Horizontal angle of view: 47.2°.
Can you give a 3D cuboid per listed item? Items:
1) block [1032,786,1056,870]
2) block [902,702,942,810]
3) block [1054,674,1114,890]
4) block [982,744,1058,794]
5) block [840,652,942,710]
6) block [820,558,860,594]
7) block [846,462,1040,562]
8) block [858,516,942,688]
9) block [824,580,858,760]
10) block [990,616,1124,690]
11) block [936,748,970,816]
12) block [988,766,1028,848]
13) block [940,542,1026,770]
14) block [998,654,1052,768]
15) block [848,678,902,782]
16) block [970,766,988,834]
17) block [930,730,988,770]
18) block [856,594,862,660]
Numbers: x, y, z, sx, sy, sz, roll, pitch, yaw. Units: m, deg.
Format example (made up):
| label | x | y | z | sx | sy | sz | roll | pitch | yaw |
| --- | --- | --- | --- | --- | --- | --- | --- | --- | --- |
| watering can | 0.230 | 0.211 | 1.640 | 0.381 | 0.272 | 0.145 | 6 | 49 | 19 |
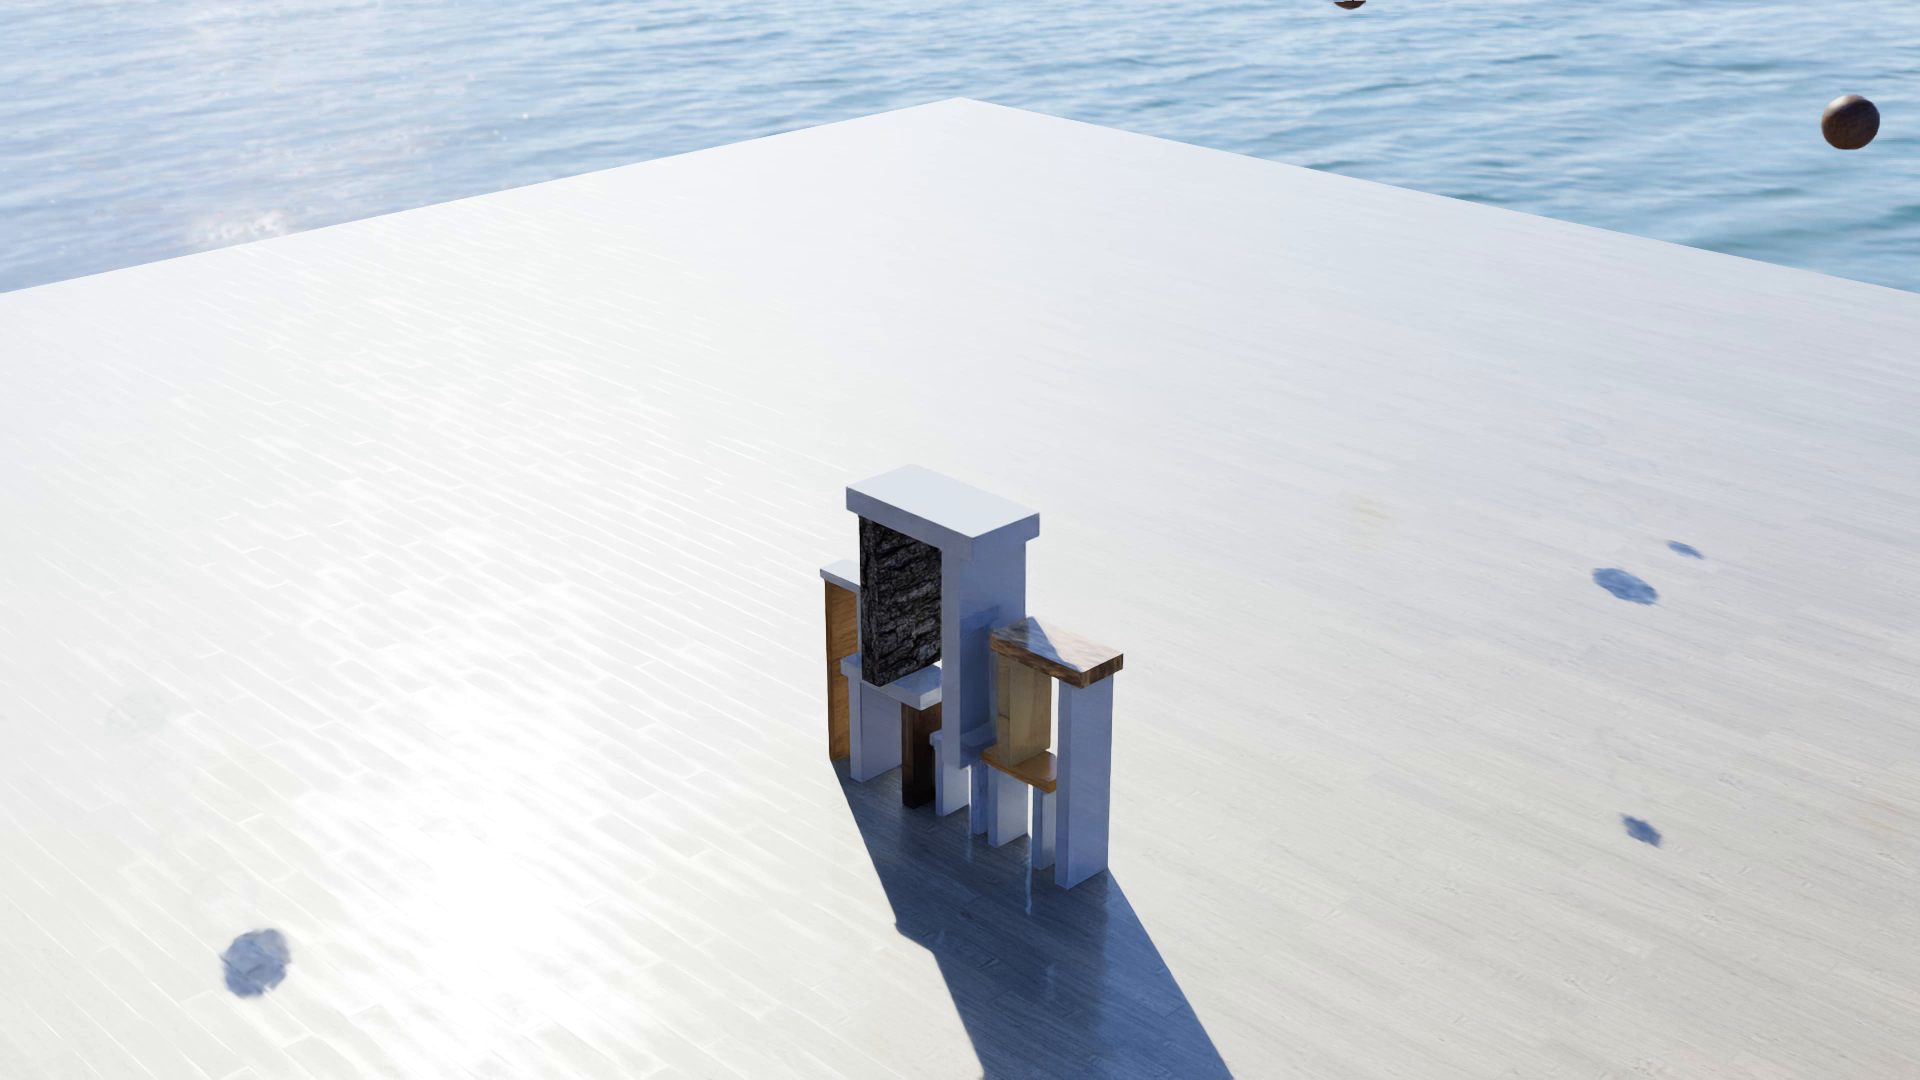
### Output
| label | x | y | z | sx | sy | sz | roll | pitch | yaw |
| --- | --- | --- | --- | --- | --- | --- | --- | --- | --- |
| block | 0.179 | 0.543 | 4.255 | 0.025 | 0.177 | 0.089 | 21 | 31 | 41 |
| block | -0.065 | 0.419 | 4.473 | 0.033 | 0.234 | 0.117 | 21 | 31 | 41 |
| block | 0.234 | 0.445 | 4.154 | 0.033 | 0.436 | 0.117 | 21 | 31 | 41 |
| block | 0.137 | 0.433 | 4.254 | 0.177 | 0.025 | 0.089 | 21 | 31 | 41 |
| block | -0.120 | 0.275 | 4.471 | 0.234 | 0.033 | 0.117 | 21 | 31 | 41 |
| block | -0.210 | 0.077 | 4.490 | 0.148 | 0.021 | 0.074 | 21 | 31 | 41 |
| block | -0.036 | -0.056 | 4.231 | 0.178 | 0.050 | 0.356 | -21 | 31 | -39 |
| block | -0.116 | 0.098 | 4.389 | 0.178 | 0.356 | 0.050 | -21 | 31 | -41 |
| block | -0.245 | 0.264 | 4.607 | 0.021 | 0.415 | 0.074 | 21 | 31 | 41 |
| block | 0.179 | 0.208 | 4.113 | 0.233 | 0.033 | 0.117 | 21 | 31 | 41 |
| block | -0.015 | 0.476 | 4.444 | 0.021 | 0.151 | 0.076 | 21 | 31 | 41 |
| block | 0.095 | 0.510 | 4.332 | 0.025 | 0.177 | 0.089 | 21 | 31 | 41 |
| block | 0.046 | 0.208 | 4.251 | 0.178 | 0.451 | 0.050 | -21 | 31 | -40 |
| block | 0.124 | 0.309 | 4.215 | 0.033 | 0.233 | 0.117 | 21 | 31 | 41 |
| block | -0.175 | 0.376 | 4.574 | 0.033 | 0.234 | 0.117 | 21 | 31 | 41 |
| block | 0.056 | 0.504 | 4.379 | 0.076 | 0.151 | 0.021 | -21 | 30 | -40 |
| block | 0.018 | 0.410 | 4.378 | 0.076 | 0.021 | 0.151 | -20 | 30 | -38 |
| block | -0.176 | 0.169 | 4.490 | 0.021 | 0.148 | 0.074 | 21 | 31 | 41 |
